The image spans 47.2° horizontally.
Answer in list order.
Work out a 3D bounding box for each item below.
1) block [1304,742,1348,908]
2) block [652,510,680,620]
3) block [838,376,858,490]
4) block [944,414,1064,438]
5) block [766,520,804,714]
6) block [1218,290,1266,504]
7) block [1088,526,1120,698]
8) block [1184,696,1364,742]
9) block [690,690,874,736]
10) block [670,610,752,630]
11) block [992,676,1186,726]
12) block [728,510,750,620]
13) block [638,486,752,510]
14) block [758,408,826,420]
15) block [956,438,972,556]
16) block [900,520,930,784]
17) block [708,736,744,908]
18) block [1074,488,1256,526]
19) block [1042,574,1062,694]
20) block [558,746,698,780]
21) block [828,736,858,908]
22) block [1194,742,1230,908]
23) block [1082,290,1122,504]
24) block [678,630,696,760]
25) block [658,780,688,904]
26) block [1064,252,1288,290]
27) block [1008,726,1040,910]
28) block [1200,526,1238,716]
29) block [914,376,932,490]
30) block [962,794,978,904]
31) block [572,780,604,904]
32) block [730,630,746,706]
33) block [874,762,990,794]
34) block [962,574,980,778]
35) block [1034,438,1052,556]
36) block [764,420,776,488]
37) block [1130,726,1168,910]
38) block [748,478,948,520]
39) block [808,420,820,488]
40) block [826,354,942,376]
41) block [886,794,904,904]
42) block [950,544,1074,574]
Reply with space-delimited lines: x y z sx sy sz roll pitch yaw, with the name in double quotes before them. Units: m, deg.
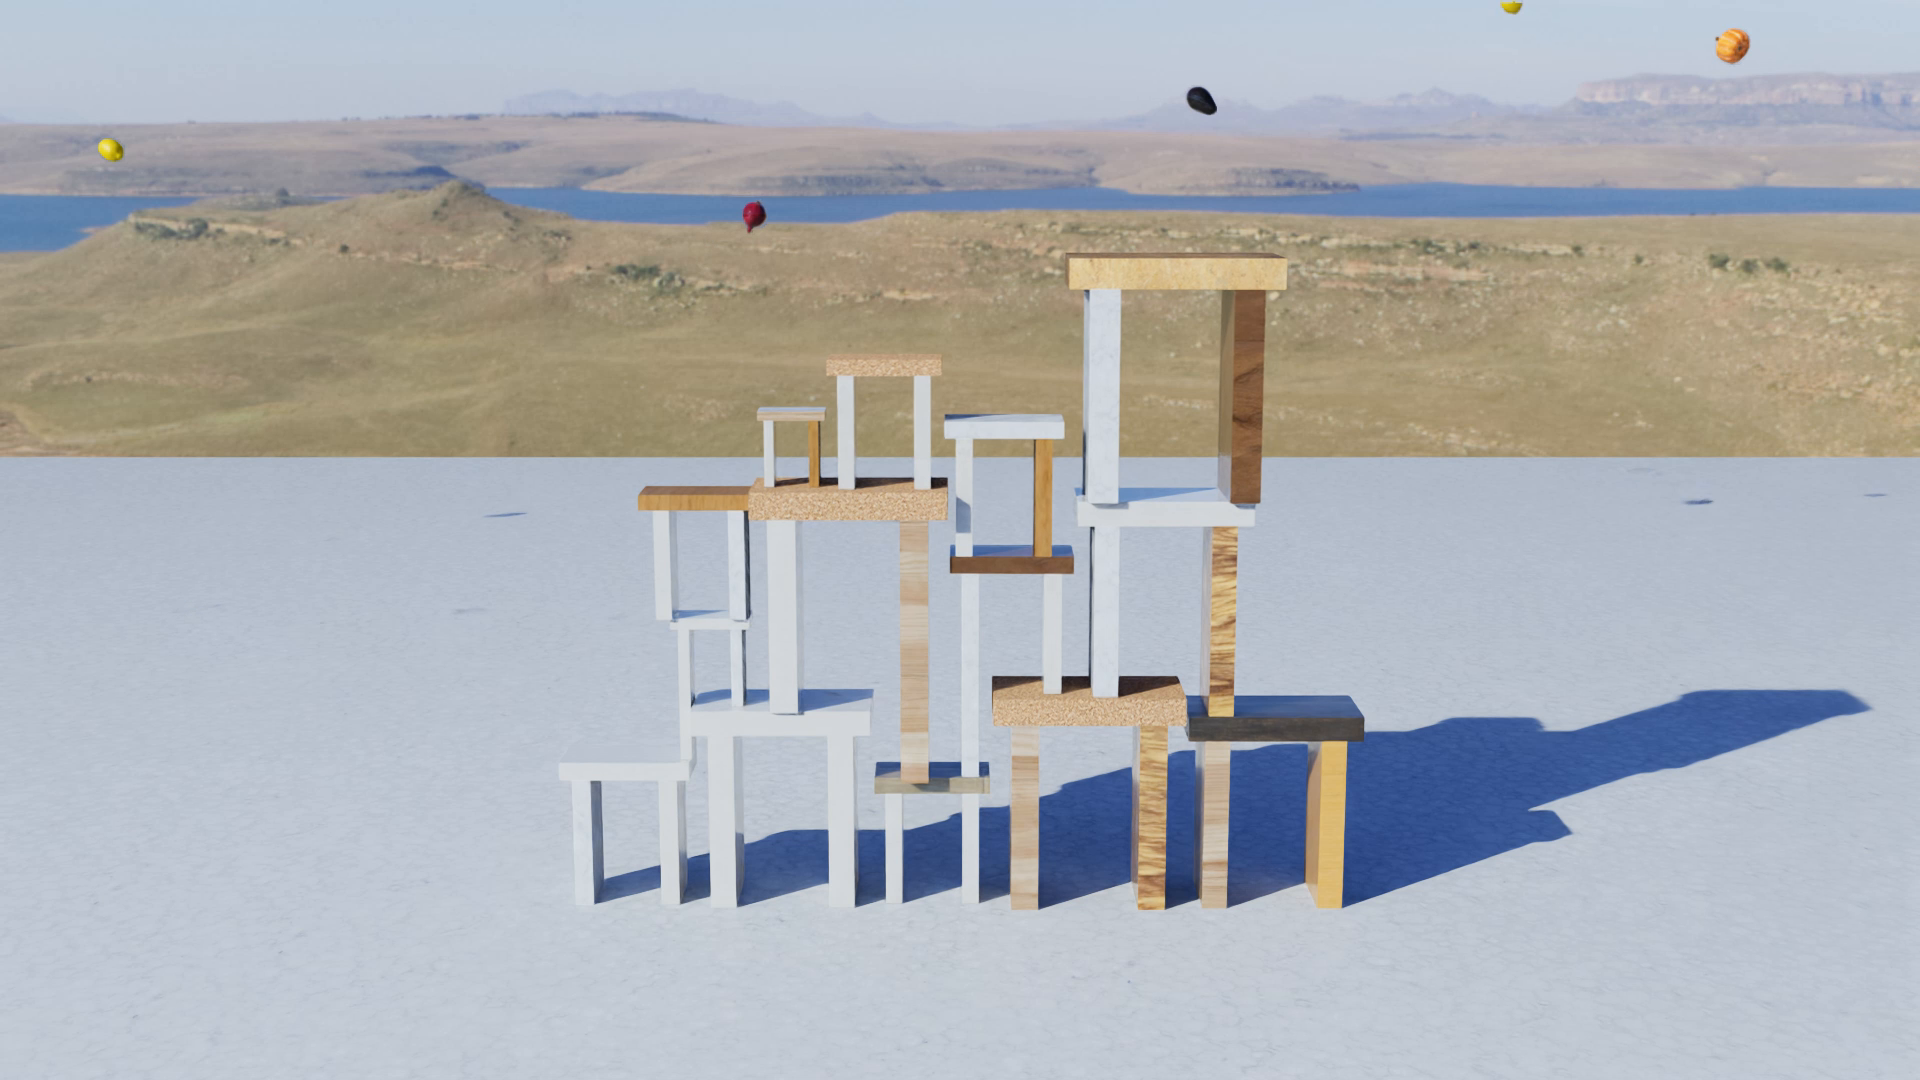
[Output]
"block" 0.605 0.451 3.642 0.040 0.283 0.141 0 11 0
"block" -0.476 0.033 3.565 0.025 0.178 0.089 0 11 0
"block" -0.180 -0.177 3.524 0.026 0.181 0.090 0 11 0
"block" 0.070 -0.182 3.528 0.190 0.027 0.095 0 11 0
"block" -0.283 0.109 3.580 0.044 0.314 0.157 0 11 0
"block" 0.449 -0.238 3.515 0.048 0.336 0.168 0 11 0
"block" 0.234 0.103 3.582 0.040 0.280 0.140 0 11 0
"block" 0.510 0.293 3.613 0.283 0.040 0.141 0 11 0
"block" -0.290 0.283 3.616 0.291 0.041 0.145 0 11 0
"block" -0.404 0.130 3.580 0.128 0.018 0.064 0 11 0
"block" 0.209 0.263 3.607 0.310 0.044 0.155 0 11 0
"block" -0.357 0.033 3.565 0.025 0.178 0.089 0 11 0
"block" -0.424 -0.067 3.547 0.178 0.025 0.089 0 11 0
"block" -0.269 -0.202 3.524 0.107 0.015 0.054 0 11 0
"block" 0.007 -0.076 3.548 0.027 0.190 0.095 0 11 0
"block" -0.073 0.167 3.591 0.044 0.431 0.157 0 11 0
"block" -0.387 0.446 3.647 0.041 0.291 0.145 0 11 0
"block" 0.327 -0.054 3.553 0.280 0.040 0.140 0 11 0
"block" 0.150 0.143 3.591 0.028 0.199 0.099 0 10 0
"block" -0.546 0.367 3.627 0.211 0.030 0.106 0 11 0
"block" -0.193 0.446 3.647 0.041 0.291 0.145 0 11 0
"block" 0.416 0.451 3.642 0.040 0.283 0.141 0 11 0
"block" 0.226 -0.238 3.516 0.048 0.336 0.168 0 11 0
"block" -0.447 0.246 3.601 0.018 0.218 0.064 0 11 0
"block" -0.475 0.486 3.649 0.030 0.212 0.106 0 11 0
"block" 0.338 -0.426 3.481 0.336 0.048 0.168 0 11 0
"block" 0.105 0.438 3.640 0.044 0.311 0.155 0 11 0
"block" 0.421 0.119 3.585 0.040 0.312 0.140 0 11 0
"block" -0.059 -0.177 3.524 0.026 0.181 0.090 0 11 0
"block" 0.017 0.498 3.650 0.027 0.188 0.094 0 11 0
"block" -0.616 0.486 3.649 0.030 0.212 0.106 0 11 0
"block" -0.361 0.202 3.592 0.018 0.128 0.064 0 11 0
"block" -0.045 0.392 3.631 0.188 0.027 0.094 0 11 0
"block" 0.017 0.211 3.605 0.028 0.339 0.099 0 11 0
"block" 0.134 -0.075 3.548 0.027 0.190 0.095 0 11 0
"block" -0.305 -0.142 3.535 0.015 0.107 0.054 0 11 0
"block" 0.312 0.438 3.640 0.044 0.311 0.155 0 11 0
"block" -0.177 -0.067 3.547 0.314 0.044 0.157 0 11 0
"block" -0.233 -0.142 3.535 0.015 0.107 0.054 0 11 0
"block" -0.120 -0.279 3.506 0.181 0.026 0.090 0 11 0
"block" -0.108 0.498 3.650 0.027 0.188 0.094 0 11 0
"block" 0.083 0.031 3.570 0.199 0.028 0.099 0 11 0
